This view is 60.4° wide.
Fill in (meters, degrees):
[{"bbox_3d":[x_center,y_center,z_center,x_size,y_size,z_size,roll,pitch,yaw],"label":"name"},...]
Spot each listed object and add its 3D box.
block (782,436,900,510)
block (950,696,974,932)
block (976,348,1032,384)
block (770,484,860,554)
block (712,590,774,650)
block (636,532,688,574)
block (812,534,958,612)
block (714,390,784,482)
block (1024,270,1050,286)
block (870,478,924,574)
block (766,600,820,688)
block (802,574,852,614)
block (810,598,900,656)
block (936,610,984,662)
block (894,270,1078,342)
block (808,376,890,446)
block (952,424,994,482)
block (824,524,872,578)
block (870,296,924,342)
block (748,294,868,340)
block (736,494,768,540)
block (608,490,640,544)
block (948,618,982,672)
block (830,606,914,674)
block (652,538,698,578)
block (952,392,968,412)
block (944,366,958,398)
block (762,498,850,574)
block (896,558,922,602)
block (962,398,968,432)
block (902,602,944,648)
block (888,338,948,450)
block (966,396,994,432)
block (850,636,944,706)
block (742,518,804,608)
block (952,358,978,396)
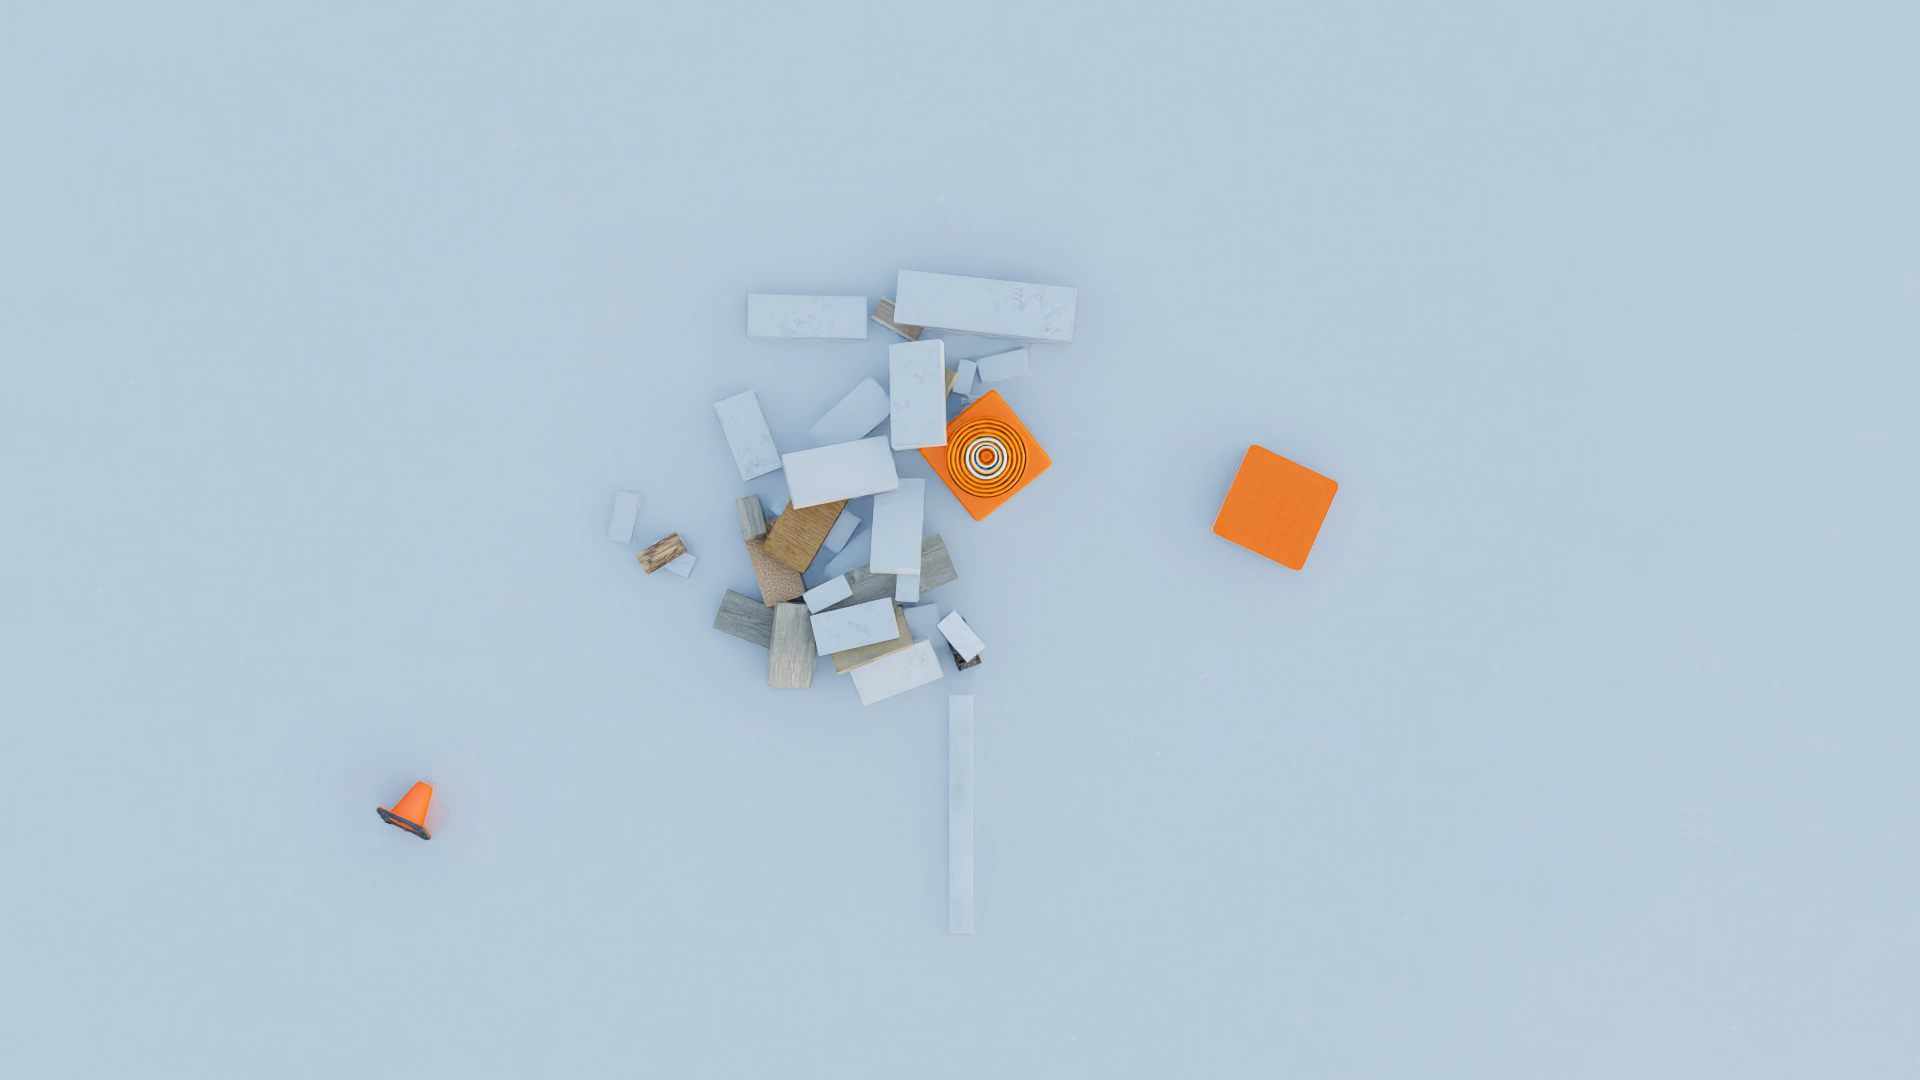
[{"bbox_3d":[-0.392,-0.223,5.401,0.350,0.050,0.175,-12,75,-13],"label":"block"},{"bbox_3d":[0.004,0.911,5.489,0.080,0.023,0.787,0,90,0],"label":"block"},{"bbox_3d":[0.146,-0.578,5.488,0.168,0.024,0.084,-13,90,0],"label":"block"},{"bbox_3d":[-0.479,-0.083,5.481,0.271,0.038,0.135,33,90,0],"label":"block"},{"bbox_3d":[-0.672,0.275,5.481,0.268,0.038,0.134,21,90,0],"label":"block"},{"bbox_3d":[-0.988,0.045,5.468,0.152,0.022,0.076,-31,90,0],"label":"block"},{"bbox_3d":[-0.244,0.140,5.438,0.454,0.046,0.162,-23,90,0],"label":"block"},{"bbox_3d":[-0.702,-0.347,5.480,0.138,0.039,0.276,-21,90,0],"label":"block"},{"bbox_3d":[0.192,-0.798,5.488,0.232,0.024,0.084,-33,90,0],"label":"block"},{"bbox_3d":[-0.204,-0.048,5.412,0.162,0.046,0.324,2,66,1],"label":"block"},{"bbox_3d":[-0.551,0.346,5.441,0.140,0.040,0.281,5,98,-19],"label":"block"},{"bbox_3d":[-0.433,0.177,5.404,0.149,0.021,0.075,-26,90,0],"label":"block"},{"bbox_3d":[-0.343,0.283,5.384,0.268,0.038,0.134,-13,87,5],"label":"block"},{"bbox_3d":[0.001,0.318,5.458,0.080,0.023,0.160,-41,94,-12],"label":"block"},{"bbox_3d":[0.084,-0.772,5.451,0.590,0.050,0.175,6,90,0],"label":"block"},{"bbox_3d":[-0.356,-0.401,5.480,0.276,0.039,0.138,-41,90,0],"label":"block"},{"bbox_3d":[0.043,-0.288,5.465,0.085,0.024,0.169,19,103,-6],"label":"block"},{"bbox_3d":[-0.308,0.052,5.481,0.271,0.038,0.135,-43,90,0],"label":"block"},{"bbox_3d":[-0.203,-0.732,5.488,0.168,0.024,0.084,29,90,0],"label":"block"},{"bbox_3d":[-0.506,-0.741,5.480,0.392,0.039,0.138,1,90,0],"label":"block"},{"bbox_3d":[-0.690,-0.075,5.455,0.075,0.021,0.149,-15,64,-5],"label":"block"},{"bbox_3d":[-1.118,-0.076,5.489,0.076,0.022,0.163,12,90,0],"label":"block"},{"bbox_3d":[0.006,0.348,5.489,0.080,0.023,0.160,-21,90,0],"label":"block"},{"bbox_3d":[-0.297,0.330,5.420,0.268,0.038,0.134,-21,72,3],"label":"block"},{"bbox_3d":[-0.959,0.060,5.489,0.152,0.022,0.076,25,90,0],"label":"block"},{"bbox_3d":[0.004,-0.481,5.492,0.057,0.016,0.113,3,90,0],"label":"block"},{"bbox_3d":[-0.080,-0.494,5.472,0.085,0.024,0.169,27,90,24],"label":"block"},{"bbox_3d":[-0.500,-0.068,5.433,0.162,0.046,0.324,31,86,0],"label":"block"},{"bbox_3d":[-0.169,0.126,5.404,0.075,0.021,0.149,4,90,0],"label":"block"},{"bbox_3d":[0.033,-0.415,5.478,0.057,0.016,0.113,-1,105,0],"label":"block"},{"bbox_3d":[-0.201,0.303,5.480,0.281,0.040,0.140,-11,90,0],"label":"block"},{"bbox_3d":[-0.138,-0.478,5.420,0.175,0.050,0.350,-5,78,13],"label":"block"},{"bbox_3d":[0.064,-0.391,5.464,0.085,0.024,0.169,3,105,-2],"label":"block"},{"bbox_3d":[-0.212,0.433,5.455,0.281,0.040,0.140,-21,106,3],"label":"block"},{"bbox_3d":[-0.617,0.076,5.461,0.135,0.038,0.271,-18,85,-6],"label":"block"},{"bbox_3d":[0.016,-0.540,5.476,0.057,0.016,0.113,14,84,1],"label":"block"}]
